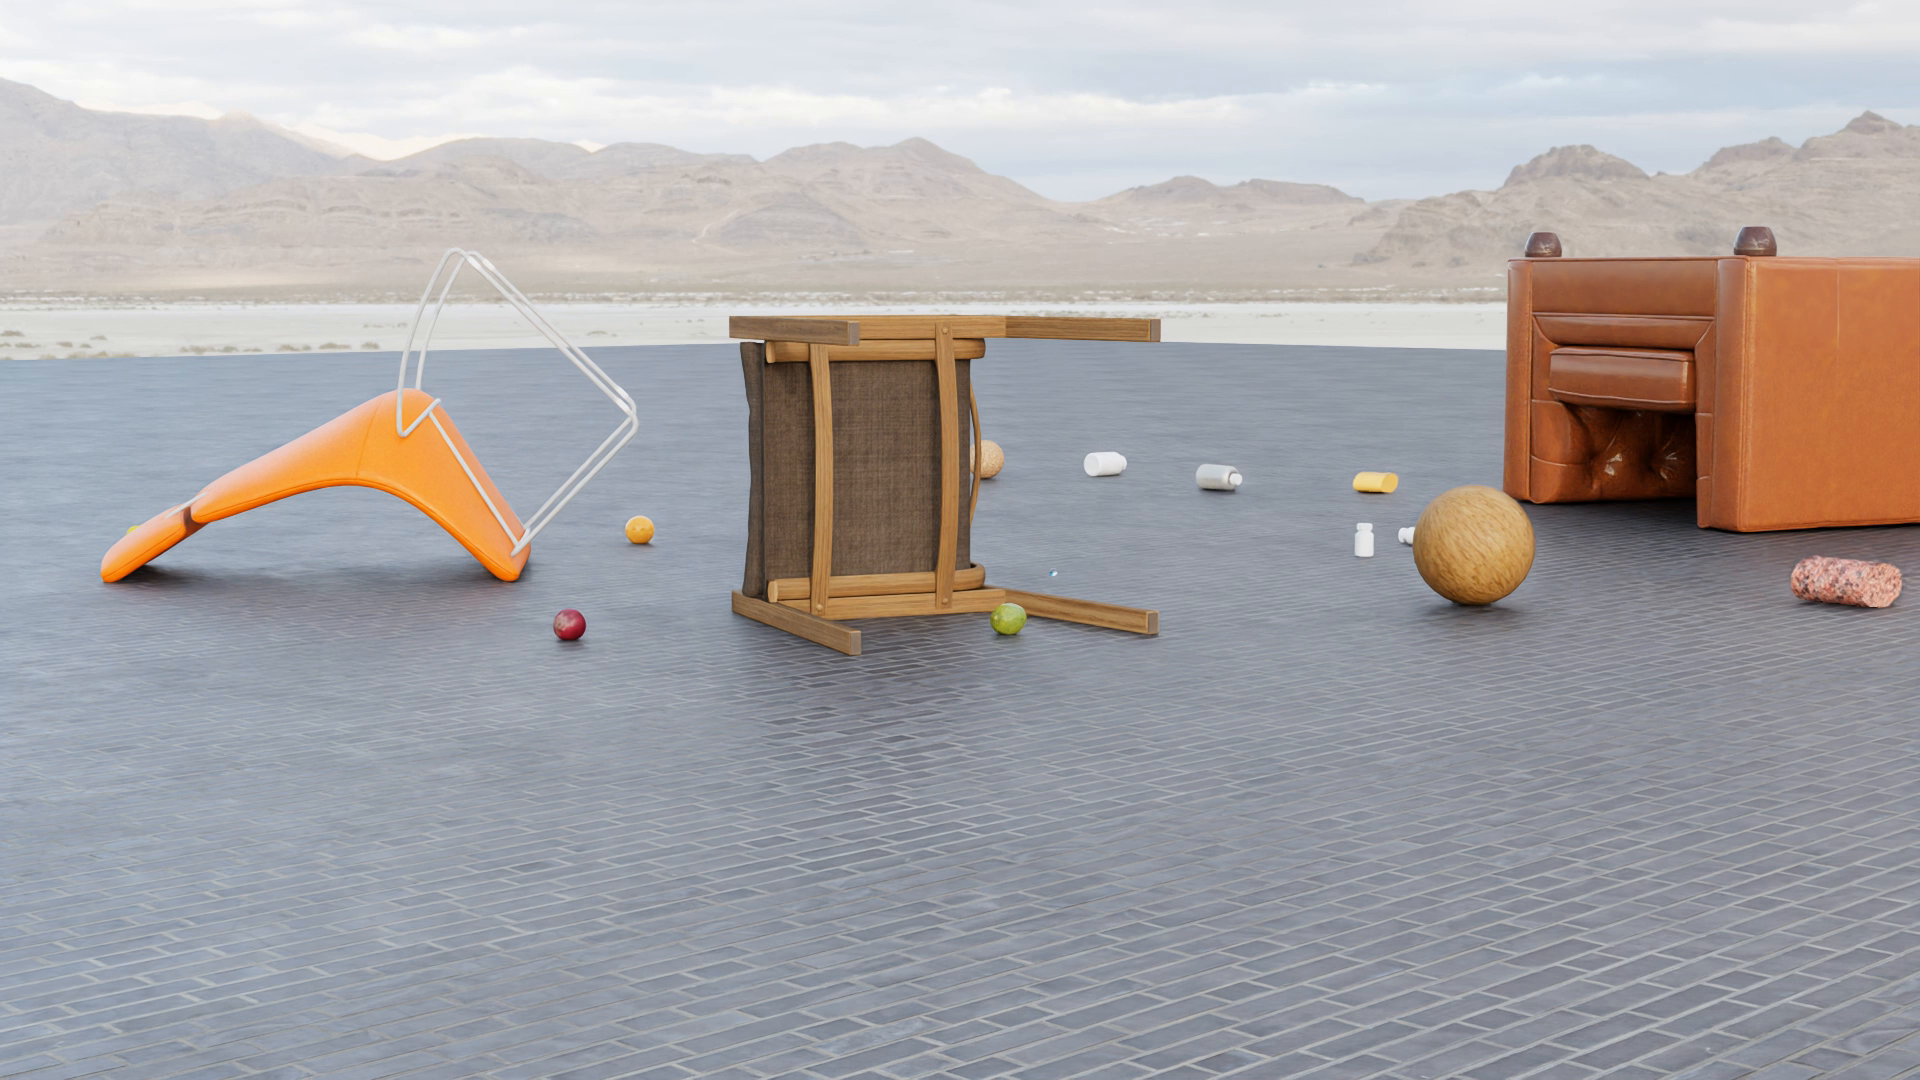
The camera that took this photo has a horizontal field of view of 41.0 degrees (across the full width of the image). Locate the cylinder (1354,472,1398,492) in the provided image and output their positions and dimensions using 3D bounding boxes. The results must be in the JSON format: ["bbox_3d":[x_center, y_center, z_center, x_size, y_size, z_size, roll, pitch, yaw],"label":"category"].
[{"bbox_3d":[1.269,-0.176,7.832,0.092,0.058,0.130,4,12,33],"label":"cylinder"}]

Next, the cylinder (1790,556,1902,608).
[{"bbox_3d":[1.784,0.084,5.166,0.138,0.088,0.163,-8,10,-35],"label":"cylinder"}]

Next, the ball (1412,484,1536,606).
[{"bbox_3d":[1.028,0.010,5.134,0.242,0.242,0.242,0,6,0],"label":"ball"}]

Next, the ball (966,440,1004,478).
[{"bbox_3d":[0.082,-0.263,8.349,0.126,0.126,0.126,0,6,0],"label":"ball"}]
